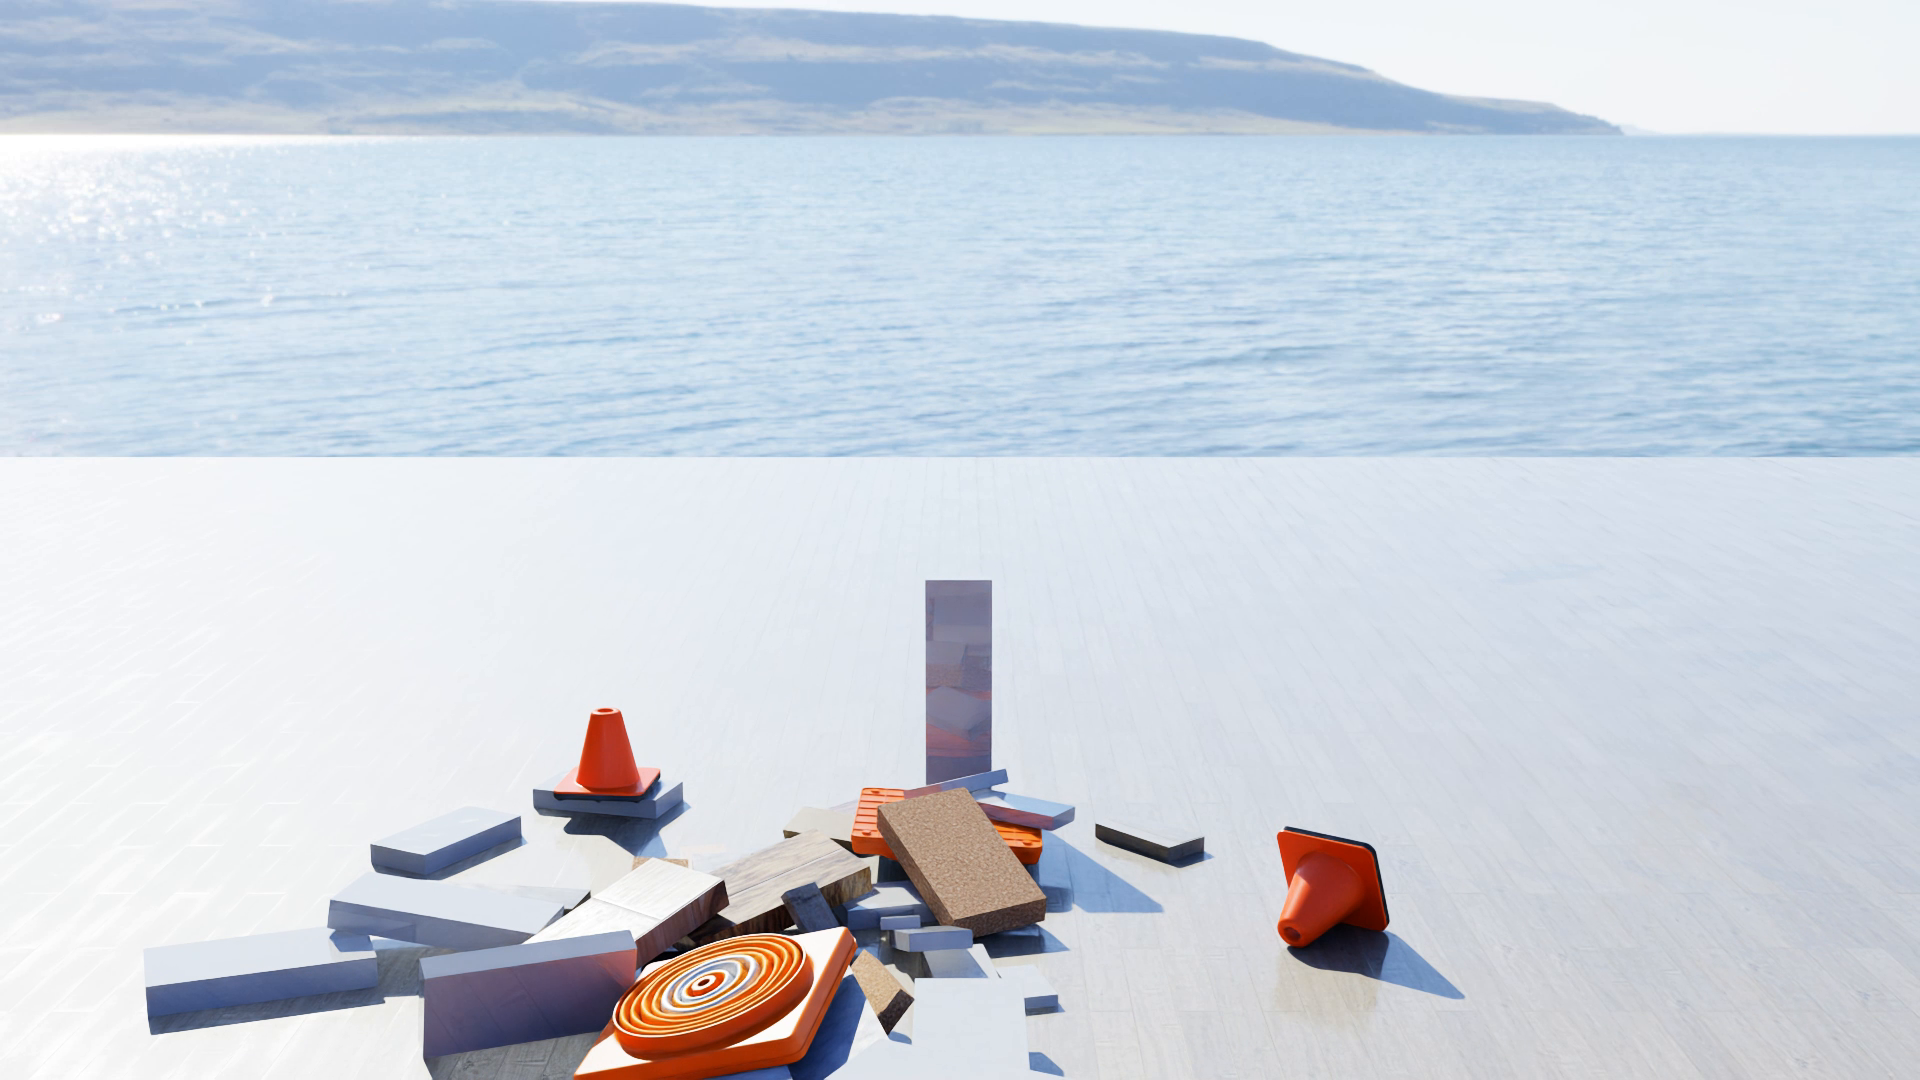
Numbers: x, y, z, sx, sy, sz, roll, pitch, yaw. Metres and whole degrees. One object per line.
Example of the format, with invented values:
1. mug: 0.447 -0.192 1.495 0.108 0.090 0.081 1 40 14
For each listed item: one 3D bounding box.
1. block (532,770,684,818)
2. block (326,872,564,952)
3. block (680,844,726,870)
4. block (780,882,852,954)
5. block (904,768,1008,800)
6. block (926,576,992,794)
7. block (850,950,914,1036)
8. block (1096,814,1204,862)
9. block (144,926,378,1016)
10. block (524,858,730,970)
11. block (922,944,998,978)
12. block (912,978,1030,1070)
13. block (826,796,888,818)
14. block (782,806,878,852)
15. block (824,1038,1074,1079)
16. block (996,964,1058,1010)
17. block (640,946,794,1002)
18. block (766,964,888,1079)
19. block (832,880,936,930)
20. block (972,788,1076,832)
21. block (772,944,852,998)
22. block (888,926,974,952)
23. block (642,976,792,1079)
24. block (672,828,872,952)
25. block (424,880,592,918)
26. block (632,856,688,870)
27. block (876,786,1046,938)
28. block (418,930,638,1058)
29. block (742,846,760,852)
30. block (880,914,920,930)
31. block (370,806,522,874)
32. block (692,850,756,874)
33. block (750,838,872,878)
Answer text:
1. block: -0.665 0.481 4.160 0.251 0.036 0.126 3 11 16
2. block: -0.797 0.585 3.421 0.323 0.046 0.162 9 7 4
3. block: -0.436 0.559 3.779 0.076 0.022 0.152 -2 11 -12
4. block: -0.221 0.591 3.391 0.061 0.122 0.017 -11 -29 -45
5. block: -0.006 0.440 3.925 0.091 0.026 0.182 -17 -7 40
6. block: -0.002 0.280 4.173 0.126 0.425 0.036 0 11 0
7. block: -0.129 0.646 3.083 0.027 0.095 0.191 39 -6 -18
8. block: 0.338 0.530 3.924 0.091 0.026 0.182 -9 14 -40
9. block: -1.045 0.638 3.284 0.323 0.046 0.162 -4 11 -21
10. block: -0.520 0.592 3.322 0.161 0.046 0.321 8 28 39
11. block: 0.004 0.650 3.270 0.095 0.027 0.191 -2 11 -9
12. block: 0.013 0.682 2.830 0.150 0.043 0.518 0 11 0
13. block: -0.201 0.508 4.053 0.076 0.022 0.152 10 14 42
14. block: -0.232 0.517 3.939 0.152 0.022 0.076 5 30 27
15. block: -0.001 0.674 2.643 0.301 0.043 0.150 5 12 27
16. block: 0.097 0.659 3.248 0.061 0.017 0.122 -3 11 -15
17. block: -0.360 0.646 3.277 0.228 0.032 0.114 -1 11 -6
18. block: -0.177 0.674 2.934 0.150 0.043 0.301 -28 16 -8
19. block: -0.086 0.590 3.583 0.228 0.032 0.114 -3 11 -16
20. block: 0.100 0.472 3.856 0.182 0.026 0.091 8 9 27
21. block: -0.210 0.641 3.238 0.122 0.061 0.017 -9 -28 -40
22. block: -0.046 0.606 3.346 0.095 0.027 0.191 -1 -8 -11
23. block: -0.317 0.689 2.891 0.162 0.046 0.365 -19 14 -10
24. block: -0.318 0.562 3.479 0.321 0.046 0.161 -20 27 -32
25. block: -0.762 0.591 3.594 0.302 0.026 0.092 2 11 9
26. block: -0.496 0.574 3.606 0.092 0.026 0.184 3 17 -5
27. block: -0.002 0.525 3.592 0.161 0.046 0.321 -10 31 -22
28. block: -0.600 0.629 3.050 0.291 0.145 0.041 -4 33 -22
29. block: -0.325 0.556 3.806 0.124 0.018 0.062 6 12 28
30. block: -0.093 0.600 3.452 0.061 0.017 0.122 -3 -8 -2
31. block: -0.908 0.530 3.896 0.126 0.036 0.251 6 12 28
32. block: -0.377 0.574 3.605 0.114 0.032 0.228 -2 16 -9
33. block: -0.247 0.542 3.629 0.184 0.026 0.092 14 17 35
